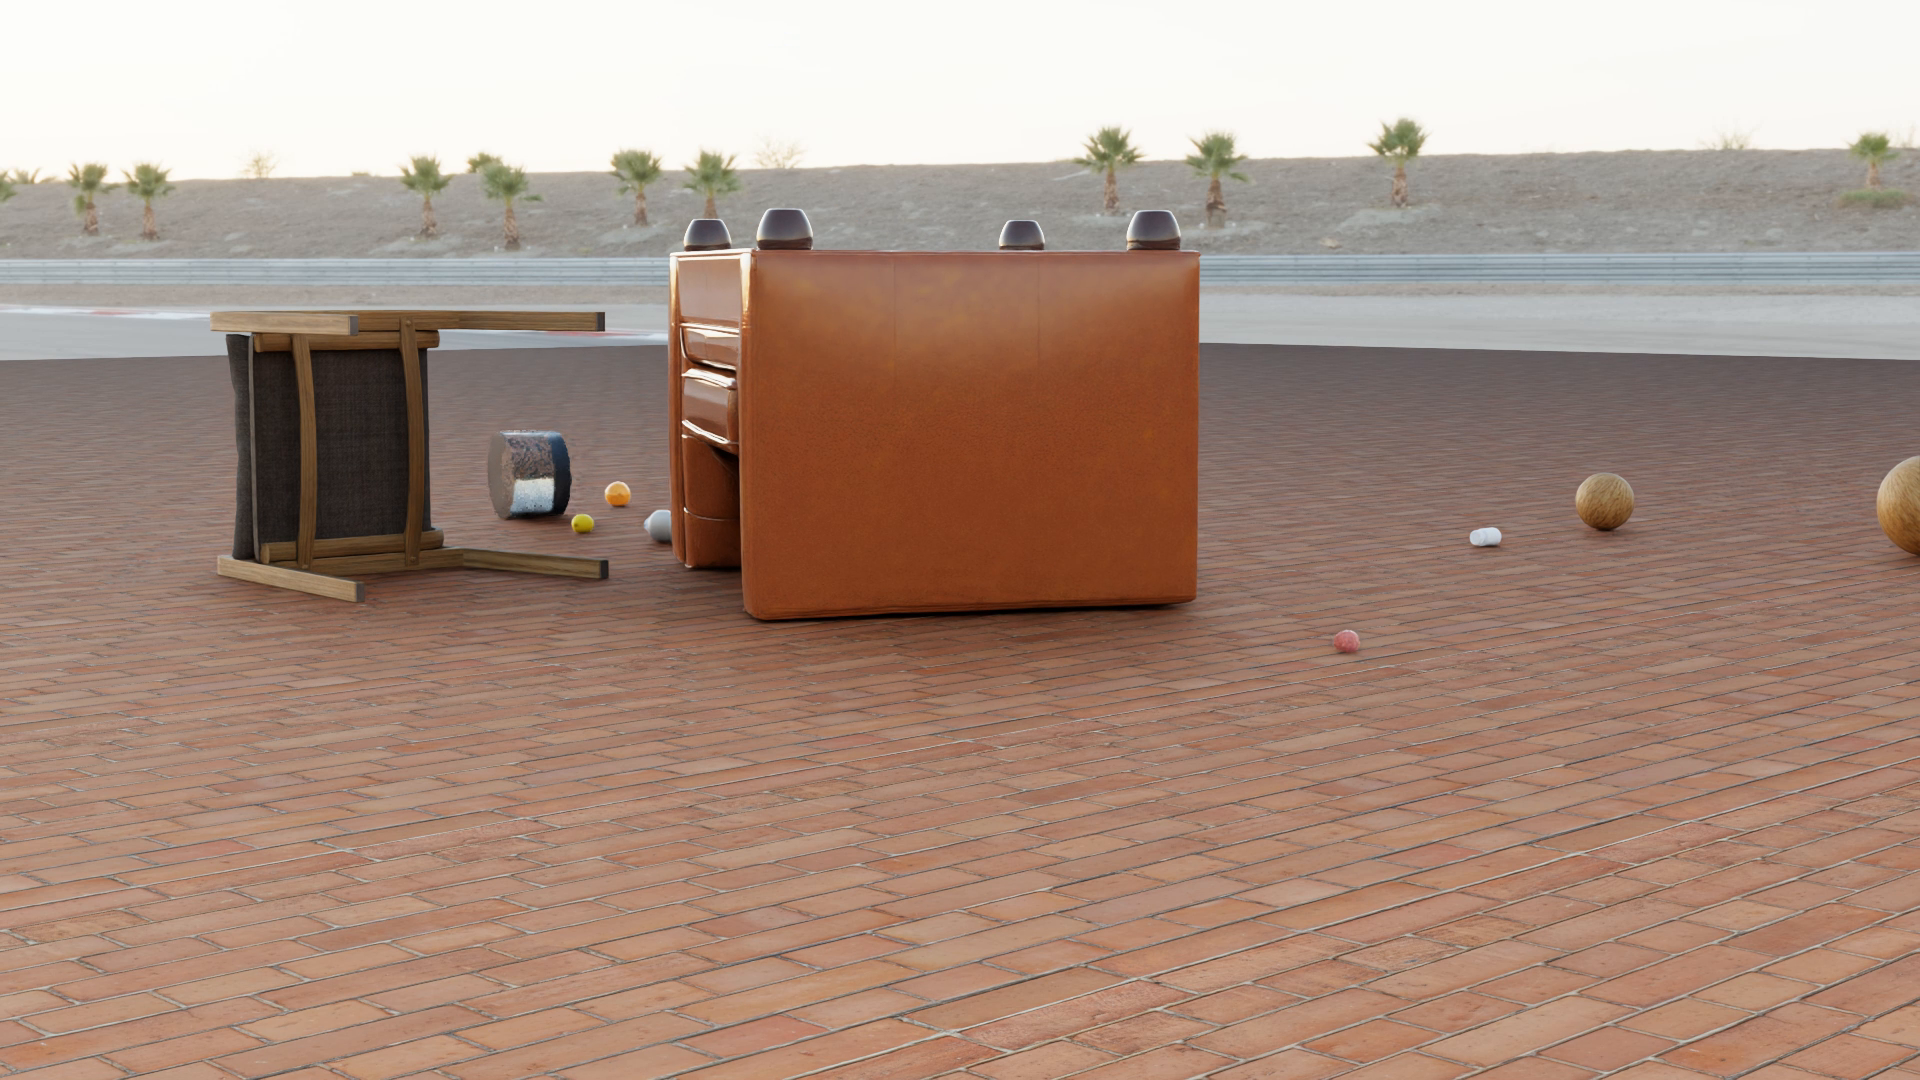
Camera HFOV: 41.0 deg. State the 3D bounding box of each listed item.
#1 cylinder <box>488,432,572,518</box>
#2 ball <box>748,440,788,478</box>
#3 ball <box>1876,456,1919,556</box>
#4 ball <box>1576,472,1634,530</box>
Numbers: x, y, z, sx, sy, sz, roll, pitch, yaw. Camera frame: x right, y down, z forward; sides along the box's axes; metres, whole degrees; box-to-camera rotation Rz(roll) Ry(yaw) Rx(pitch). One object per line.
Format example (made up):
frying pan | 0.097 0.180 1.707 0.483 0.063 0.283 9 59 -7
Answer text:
cylinder | -1.181 -0.180 7.027 0.160 0.235 0.220 -3 -21 -29
ball | -0.625 -0.262 8.343 0.126 0.126 0.126 0 6 0
ball | 2.275 -0.081 6.014 0.242 0.242 0.242 0 6 0
ball | 1.672 -0.100 6.653 0.150 0.150 0.150 0 6 0
